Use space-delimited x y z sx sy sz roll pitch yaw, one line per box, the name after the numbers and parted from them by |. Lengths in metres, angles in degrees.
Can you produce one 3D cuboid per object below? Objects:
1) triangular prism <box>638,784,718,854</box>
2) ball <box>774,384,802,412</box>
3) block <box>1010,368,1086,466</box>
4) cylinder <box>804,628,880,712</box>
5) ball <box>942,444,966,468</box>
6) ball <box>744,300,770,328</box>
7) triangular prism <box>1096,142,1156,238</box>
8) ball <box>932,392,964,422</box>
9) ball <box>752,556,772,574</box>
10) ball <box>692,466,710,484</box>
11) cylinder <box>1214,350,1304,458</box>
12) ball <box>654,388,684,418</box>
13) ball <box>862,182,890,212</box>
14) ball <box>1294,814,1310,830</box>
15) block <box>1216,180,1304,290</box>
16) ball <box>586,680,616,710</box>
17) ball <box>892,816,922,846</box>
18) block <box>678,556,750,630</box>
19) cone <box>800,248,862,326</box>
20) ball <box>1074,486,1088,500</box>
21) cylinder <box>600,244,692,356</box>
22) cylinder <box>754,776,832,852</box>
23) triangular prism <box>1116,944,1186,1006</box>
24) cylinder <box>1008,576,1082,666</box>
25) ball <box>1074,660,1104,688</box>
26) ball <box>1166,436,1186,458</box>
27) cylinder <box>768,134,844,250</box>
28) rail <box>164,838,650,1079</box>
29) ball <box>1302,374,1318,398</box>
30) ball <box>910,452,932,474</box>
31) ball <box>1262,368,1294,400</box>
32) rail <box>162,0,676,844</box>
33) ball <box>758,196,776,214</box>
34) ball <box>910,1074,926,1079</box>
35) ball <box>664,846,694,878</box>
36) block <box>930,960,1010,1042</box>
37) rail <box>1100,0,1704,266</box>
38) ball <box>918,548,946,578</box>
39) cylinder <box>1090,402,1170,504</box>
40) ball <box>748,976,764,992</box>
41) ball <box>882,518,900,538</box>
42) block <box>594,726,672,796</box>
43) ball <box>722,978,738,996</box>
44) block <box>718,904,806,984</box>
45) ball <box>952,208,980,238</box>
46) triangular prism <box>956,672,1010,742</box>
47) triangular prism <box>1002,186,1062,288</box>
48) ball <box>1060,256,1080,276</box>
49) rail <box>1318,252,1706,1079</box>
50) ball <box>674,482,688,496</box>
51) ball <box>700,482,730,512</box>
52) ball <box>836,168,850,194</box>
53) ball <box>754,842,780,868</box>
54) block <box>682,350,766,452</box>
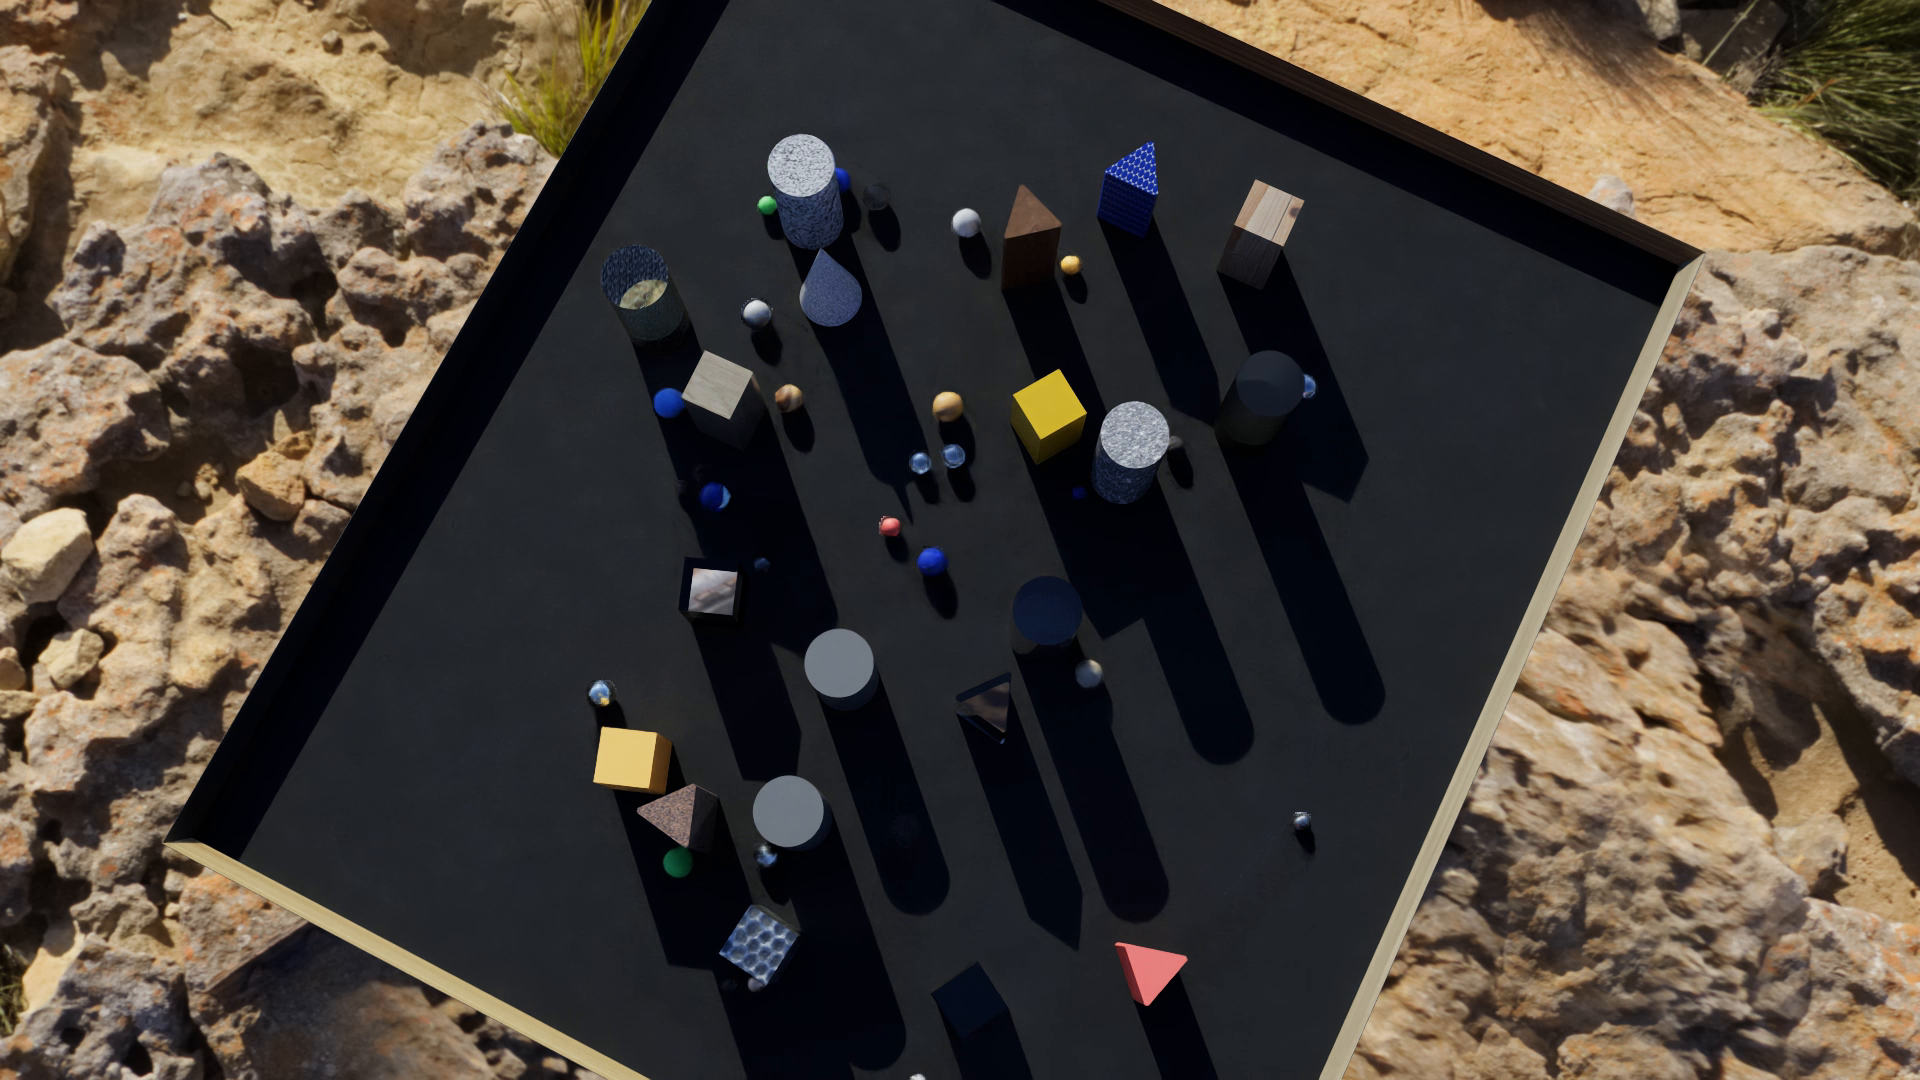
-0.765 0.772 5.213 0.171 0.477 0.148 35 80 7 | triangular prism
-0.529 -0.437 5.662 0.088 0.088 0.088 0 78 0 | ball
0.264 -0.368 5.534 0.158 0.312 0.158 -30 80 -6 | block
-0.343 0.383 5.363 0.197 0.342 0.197 0 78 0 | cylinder
-0.021 -0.258 5.632 0.074 0.074 0.074 0 78 0 | ball
-0.633 -0.705 5.719 0.085 0.085 0.085 0 78 0 | ball
0.544 -1.095 5.662 0.171 0.356 0.148 26 80 5 | triangular prism
-0.036 -0.411 5.652 0.096 0.096 0.096 0 78 0 | ball
-0.602 0.076 5.572 0.057 0.057 0.057 0 78 0 | ball
-0.797 -0.200 5.631 0.053 0.053 0.053 0 78 0 | ball
0.886 -0.399 5.459 0.197 0.470 0.197 0 78 0 | cylinder
-0.896 -0.421 5.656 0.094 0.094 0.094 0 78 0 | ball
-0.266 -1.085 5.796 0.089 0.089 0.089 0 78 0 | ball
1.010 0.835 5.419 0.049 0.049 0.049 0 78 0 | ball
0.915 -0.928 5.609 0.158 0.390 0.158 25 79 5 | block
-1.074 0.463 5.477 0.085 0.085 0.085 0 78 0 | ball
-0.159 0.855 5.395 0.088 0.088 0.088 0 78 0 | ball
-0.730 0.160 5.447 0.158 0.267 0.158 6 78 1 | block
-0.407 -0.811 5.565 0.197 0.430 0.197 0 78 0 | cone
0.369 -0.147 5.625 0.043 0.043 0.043 0 78 0 | ball
-0.943 -0.716 5.532 0.197 0.456 0.197 0 78 0 | cylinder
-0.478 0.790 5.271 0.197 0.356 0.197 0 78 0 | cylinder
0.511 1.196 5.194 0.148 0.342 0.171 41 81 8 | triangular prism
0.246 0.240 5.346 0.197 0.432 0.197 0 78 0 | cylinder
0.386 0.401 5.490 0.086 0.086 0.086 0 78 0 | ball
0.661 -0.285 5.642 0.067 0.067 0.067 0 78 0 | ball
-0.468 -1.060 5.613 0.197 0.437 0.197 0 78 0 | cylinder
-0.813 1.599 5.219 3.325 0.128 0.045 26 80 5 | rail
1.072 -0.476 5.678 0.072 0.072 0.072 0 78 0 | ball
-0.122 -0.237 5.631 0.067 0.067 0.067 0 78 0 | ball
0.982 -0.479 5.665 0.099 0.099 0.099 0 78 0 | ball
-1.466 -0.711 5.697 0.045 0.128 3.684 26 80 5 | rail
-0.611 -1.060 5.806 0.058 0.058 0.058 0 78 0 | ball
-0.122 1.559 5.270 0.047 0.047 0.047 0 78 0 | ball
-0.824 0.945 5.375 0.090 0.090 0.090 0 78 0 | ball
0.028 1.304 5.196 0.158 0.296 0.158 -33 80 -6 | block
0.813 -1.586 5.878 3.325 0.128 0.045 26 80 5 | rail
-0.086 0.069 5.557 0.089 0.089 0.089 0 78 0 | ball
0.498 -0.253 5.437 0.197 0.454 0.197 0 78 0 | cylinder
-0.592 1.289 5.323 0.052 0.052 0.052 0 78 0 | ball
-0.211 -0.039 5.594 0.060 0.060 0.060 0 78 0 | ball
-0.948 0.645 5.334 0.158 0.291 0.158 6 78 1 | block
-0.670 1.299 5.324 0.046 0.046 0.046 0 78 0 | ball
-0.558 1.151 5.220 0.158 0.311 0.158 32 80 6 | block
0.020 -0.999 5.777 0.090 0.090 0.090 0 78 0 | ball
0.100 0.468 5.344 0.171 0.344 0.148 35 80 7 | triangular prism
0.197 -0.926 5.579 0.171 0.448 0.148 -13 79 -3 | triangular prism
0.347 -0.863 5.763 0.063 0.063 0.063 0 78 0 | ball
1.466 0.724 5.400 0.045 0.128 3.684 26 80 5 | rail
-0.855 -0.158 5.628 0.041 0.041 0.041 0 78 0 | ball
-0.748 -0.131 5.596 0.093 0.093 0.093 0 78 0 | ball
-0.391 -1.139 5.809 0.085 0.085 0.085 0 78 0 | ball
-0.569 0.925 5.385 0.078 0.078 0.078 0 78 0 | ball
-0.706 -0.413 5.511 0.158 0.375 0.158 24 79 5 | block
